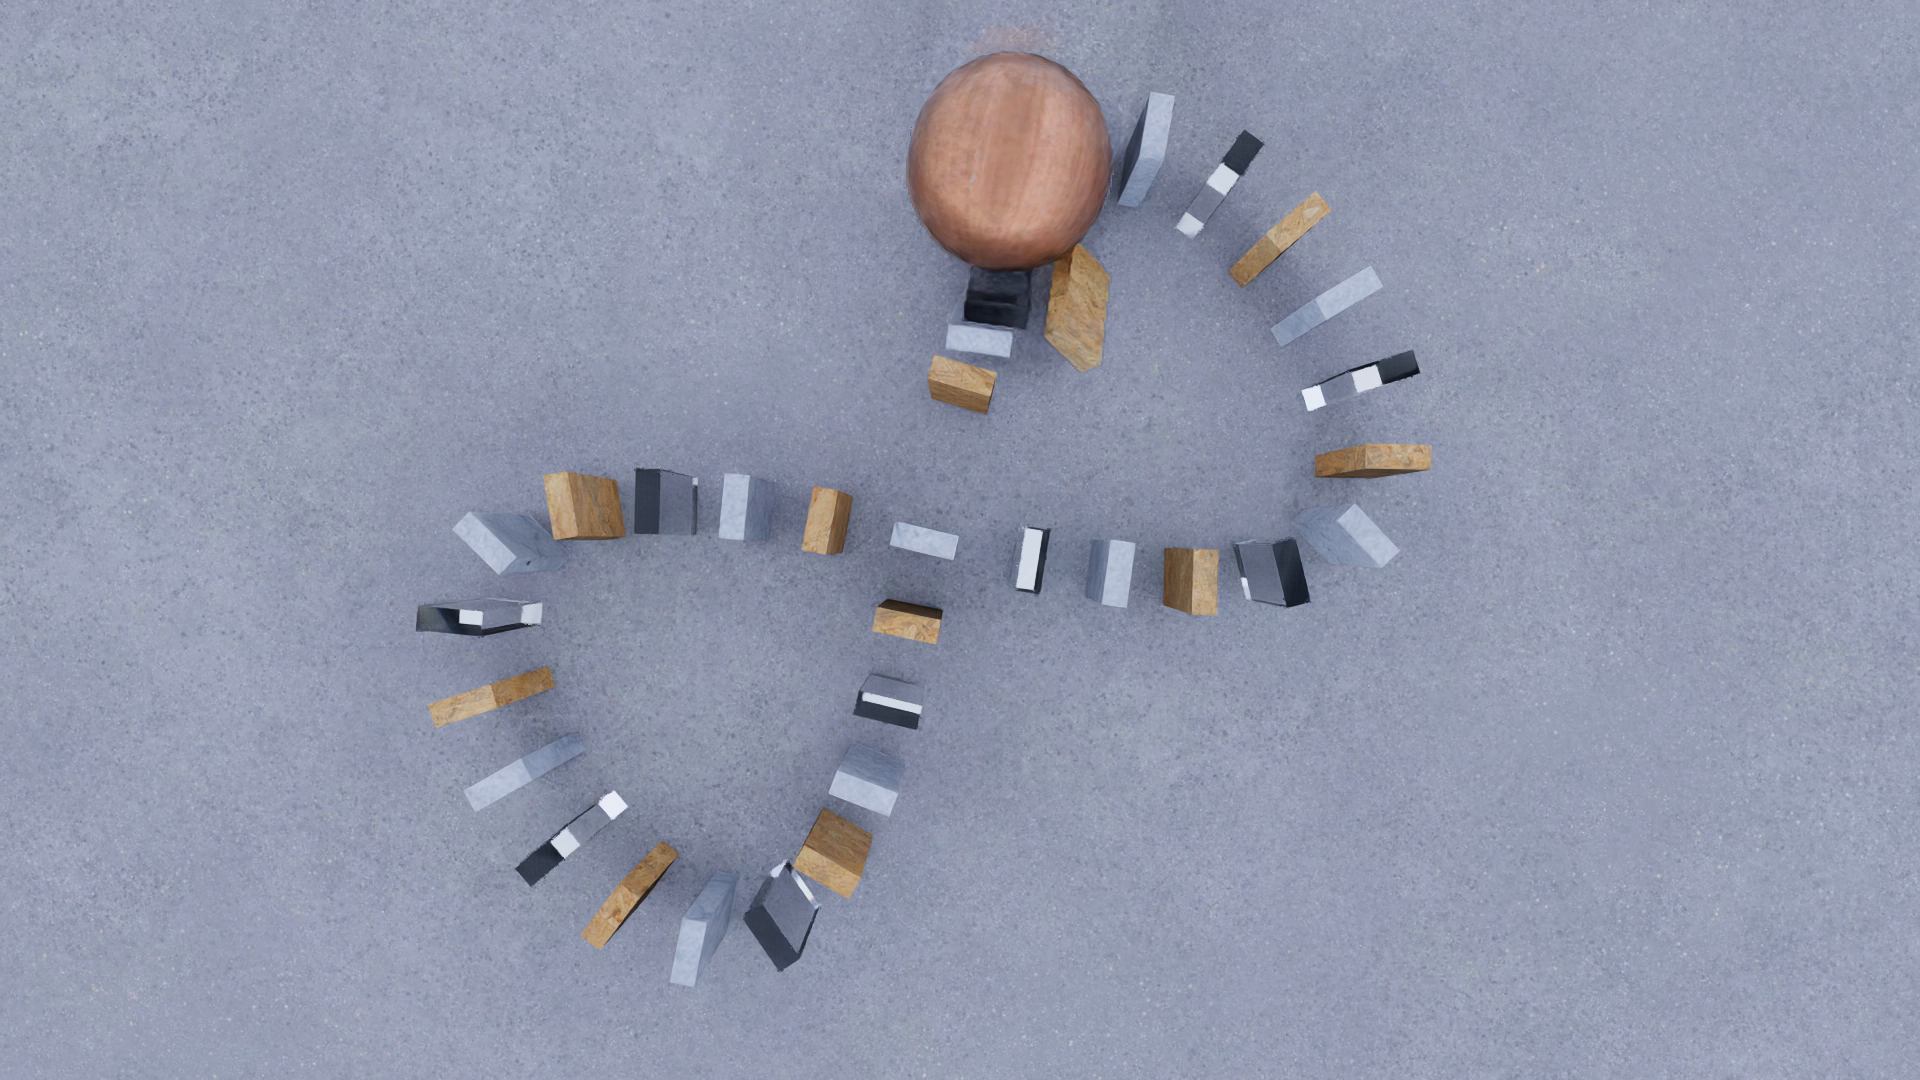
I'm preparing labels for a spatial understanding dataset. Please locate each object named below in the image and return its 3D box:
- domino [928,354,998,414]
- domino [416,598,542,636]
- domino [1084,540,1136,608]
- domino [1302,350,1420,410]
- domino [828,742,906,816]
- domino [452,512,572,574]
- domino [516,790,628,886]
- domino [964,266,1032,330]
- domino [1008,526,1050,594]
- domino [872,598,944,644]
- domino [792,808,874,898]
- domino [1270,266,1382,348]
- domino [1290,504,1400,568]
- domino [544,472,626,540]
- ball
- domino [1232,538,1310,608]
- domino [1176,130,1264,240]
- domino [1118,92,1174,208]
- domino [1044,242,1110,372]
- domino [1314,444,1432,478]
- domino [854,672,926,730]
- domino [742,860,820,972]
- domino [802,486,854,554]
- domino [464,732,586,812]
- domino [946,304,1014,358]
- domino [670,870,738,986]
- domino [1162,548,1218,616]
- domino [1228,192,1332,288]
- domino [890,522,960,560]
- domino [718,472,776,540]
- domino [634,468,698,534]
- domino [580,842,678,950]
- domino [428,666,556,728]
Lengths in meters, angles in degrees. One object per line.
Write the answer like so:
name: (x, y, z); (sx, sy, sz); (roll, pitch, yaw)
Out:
domino: (0.001, -0.063, 0.375); (0.025, 0.050, 0.009); (16, 90, 0)
domino: (-0.195, 0.031, 0.375); (0.025, 0.050, 0.009); (6, 90, 0)
domino: (0.061, 0.013, 0.375); (0.010, 0.050, 0.025); (8, 90, 0)
domino: (0.163, -0.065, 0.375); (0.025, 0.050, 0.010); (-17, 90, 0)
domino: (-0.037, 0.097, 0.375); (0.025, 0.050, 0.010); (21, 90, 0)
domino: (-0.182, 0.001, 0.375); (0.025, 0.050, 0.009); (44, 90, 0)
domino: (-0.158, 0.121, 0.375); (0.025, 0.050, 0.009); (-40, 90, 0)
domino: (0.016, -0.104, 0.377); (0.025, 0.050, 0.010); (8, 128, 0)
domino: (0.028, 0.008, 0.375); (0.009, 0.050, 0.025); (9, 90, 0)
domino: (-0.020, 0.033, 0.375); (0.025, 0.050, 0.010); (12, 90, 0)
domino: (-0.051, 0.127, 0.375); (0.025, 0.050, 0.009); (30, 90, 0)
domino: (0.149, -0.095, 0.375); (0.025, 0.050, 0.010); (-30, 90, 0)
domino: (0.156, -0.002, 0.375); (0.009, 0.050, 0.025); (-44, 90, 0)
domino: (-0.153, -0.013, 0.375); (0.010, 0.050, 0.025); (-10, 90, 0)
ball: (0.019, -0.147, 0.360); (0.080, 0.080, 0.080); (0, 90, 0)
domino: (0.127, 0.013, 0.375); (0.009, 0.050, 0.025); (-14, 90, 0)
domino: (0.105, -0.144, 0.375); (0.010, 0.050, 0.025); (36, 90, 0)
domino: (0.075, -0.158, 0.375); (0.010, 0.050, 0.025); (10, 90, 0)
domino: (0.049, -0.097, 0.377); (0.025, 0.009, 0.050); (34, 52, -36)
domino: (0.168, -0.032, 0.375); (0.025, 0.050, 0.009); (1, 90, 0)
domino: (-0.028, 0.065, 0.375); (0.025, 0.050, 0.010); (14, 90, 0)
domino: (-0.072, 0.152, 0.375); (0.009, 0.050, 0.025); (-35, 90, 0)
domino: (-0.054, -0.008, 0.375); (0.009, 0.050, 0.025); (11, 90, 0)
domino: (-0.177, 0.094, 0.375); (0.025, 0.050, 0.009); (-29, 90, 0)
domino: (0.009, -0.087, 0.375); (0.025, 0.050, 0.010); (8, 114, 0)
domino: (-0.104, 0.158, 0.375); (0.010, 0.050, 0.025); (11, 90, 0)
domino: (0.094, 0.016, 0.375); (0.009, 0.050, 0.025); (2, 90, 0)
domino: (0.130, -0.122, 0.375); (0.025, 0.050, 0.009); (-40, 90, 0)
domino: (-0.014, 0.000, 0.375); (0.025, 0.050, 0.010); (13, 90, 0)
domino: (-0.086, -0.013, 0.375); (0.009, 0.050, 0.025); (6, 90, 0)
domino: (-0.119, -0.015, 0.375); (0.010, 0.050, 0.025); (1, 90, 0)
domino: (-0.134, 0.144, 0.375); (0.010, 0.050, 0.025); (37, 90, 0)
domino: (-0.190, 0.063, 0.375); (0.025, 0.050, 0.010); (-18, 90, 0)
